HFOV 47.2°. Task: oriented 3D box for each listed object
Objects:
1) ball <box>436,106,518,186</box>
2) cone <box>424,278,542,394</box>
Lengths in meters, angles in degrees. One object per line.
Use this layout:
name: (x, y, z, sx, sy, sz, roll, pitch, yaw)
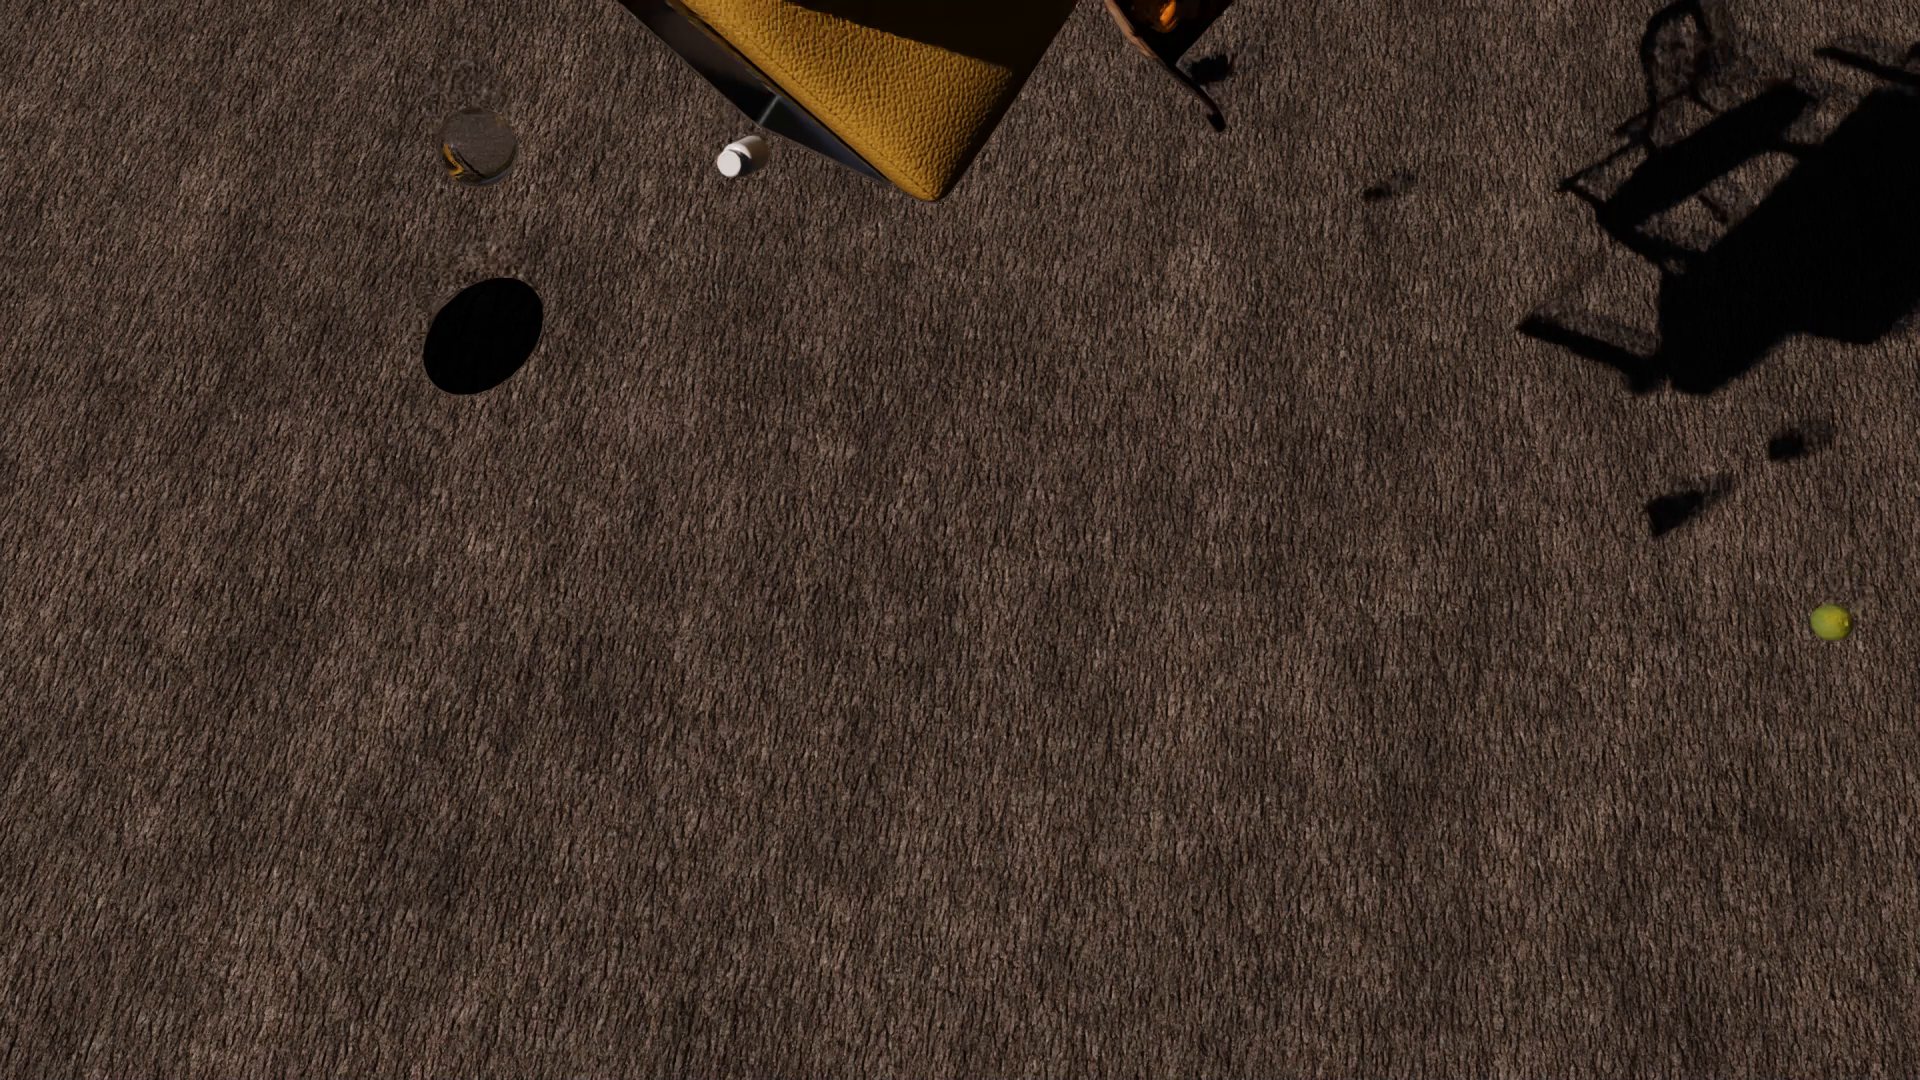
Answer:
ball: (-0.665, -0.541, 3.025, 0.109, 0.109, 0.109, 0, 56, 0)
cone: (-0.752, -0.332, 3.296, 0.121, 0.194, 0.232, 33, 21, 26)
